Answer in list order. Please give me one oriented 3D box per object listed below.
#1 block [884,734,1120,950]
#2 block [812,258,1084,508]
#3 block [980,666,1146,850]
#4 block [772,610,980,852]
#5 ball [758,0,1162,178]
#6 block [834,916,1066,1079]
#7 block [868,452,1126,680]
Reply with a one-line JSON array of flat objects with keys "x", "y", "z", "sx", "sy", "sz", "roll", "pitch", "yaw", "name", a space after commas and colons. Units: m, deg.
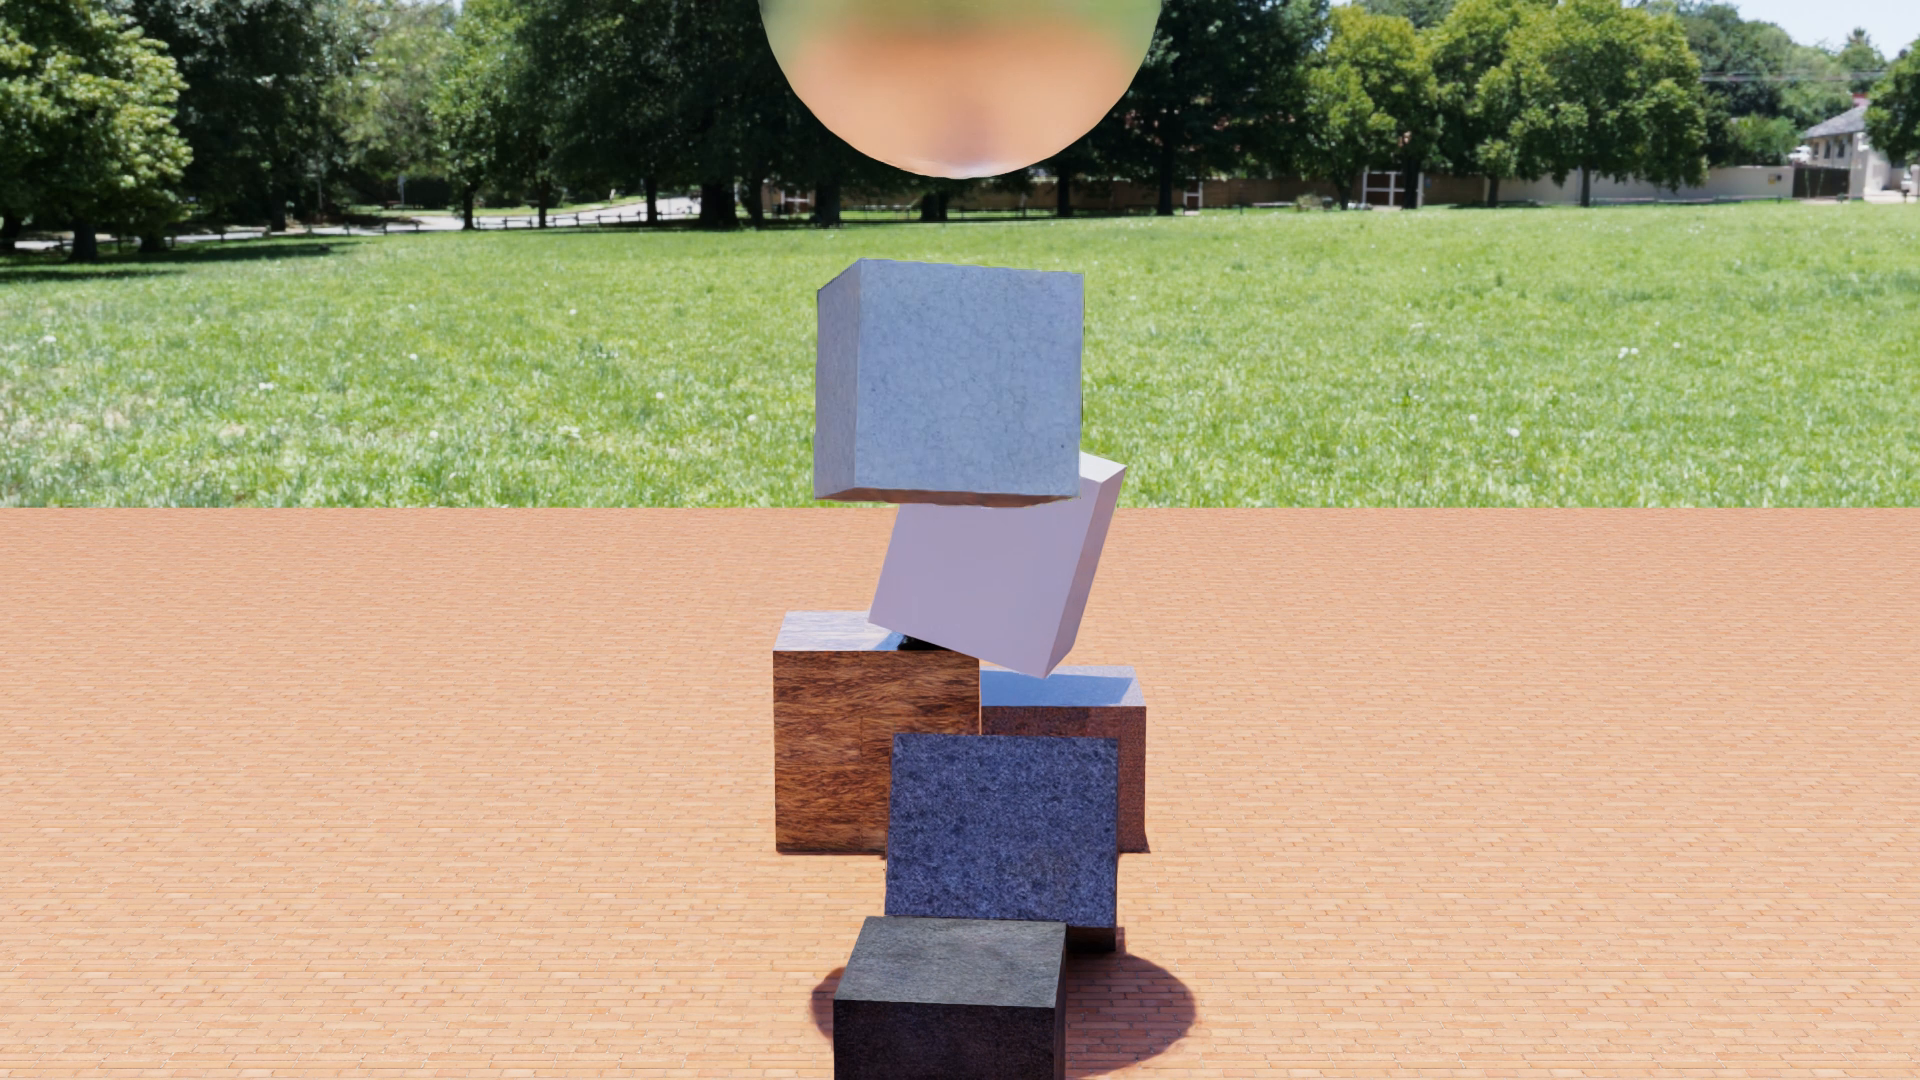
[{"x": 0.204, "y": 1.301, "z": 9.378, "sx": 0.927, "sy": 0.771, "sz": 0.882, "roll": 1, "pitch": -16, "yaw": 5, "name": "block"}, {"x": -0.042, "y": -0.401, "z": 5.877, "sx": 0.591, "sy": 0.581, "sz": 0.555, "roll": 2, "pitch": -3, "yaw": -15, "name": "block"}, {"x": 0.513, "y": 1.112, "z": 11.366, "sx": 0.819, "sy": 0.745, "sz": 0.854, "roll": 0, "pitch": 10, "yaw": 0, "name": "block"}, {"x": -0.414, "y": 0.968, "z": 11.366, "sx": 1.016, "sy": 1.030, "sz": 0.926, "roll": 0, "pitch": 10, "yaw": 0, "name": "block"}, {"x": 0.000, "y": -2.224, "z": 8.607, "sx": 1.600, "sy": 1.600, "sz": 1.600, "roll": 0, "pitch": 10, "yaw": 0, "name": "ball"}, {"x": -0.016, "y": 1.800, "z": 7.600, "sx": 0.723, "sy": 0.740, "sz": 0.789, "roll": 1, "pitch": 10, "yaw": 5, "name": "block"}, {"x": 0.203, "y": 0.010, "z": 11.032, "sx": 0.910, "sy": 0.998, "sz": 0.934, "roll": 18, "pitch": 10, "yaw": 9, "name": "block"}]
